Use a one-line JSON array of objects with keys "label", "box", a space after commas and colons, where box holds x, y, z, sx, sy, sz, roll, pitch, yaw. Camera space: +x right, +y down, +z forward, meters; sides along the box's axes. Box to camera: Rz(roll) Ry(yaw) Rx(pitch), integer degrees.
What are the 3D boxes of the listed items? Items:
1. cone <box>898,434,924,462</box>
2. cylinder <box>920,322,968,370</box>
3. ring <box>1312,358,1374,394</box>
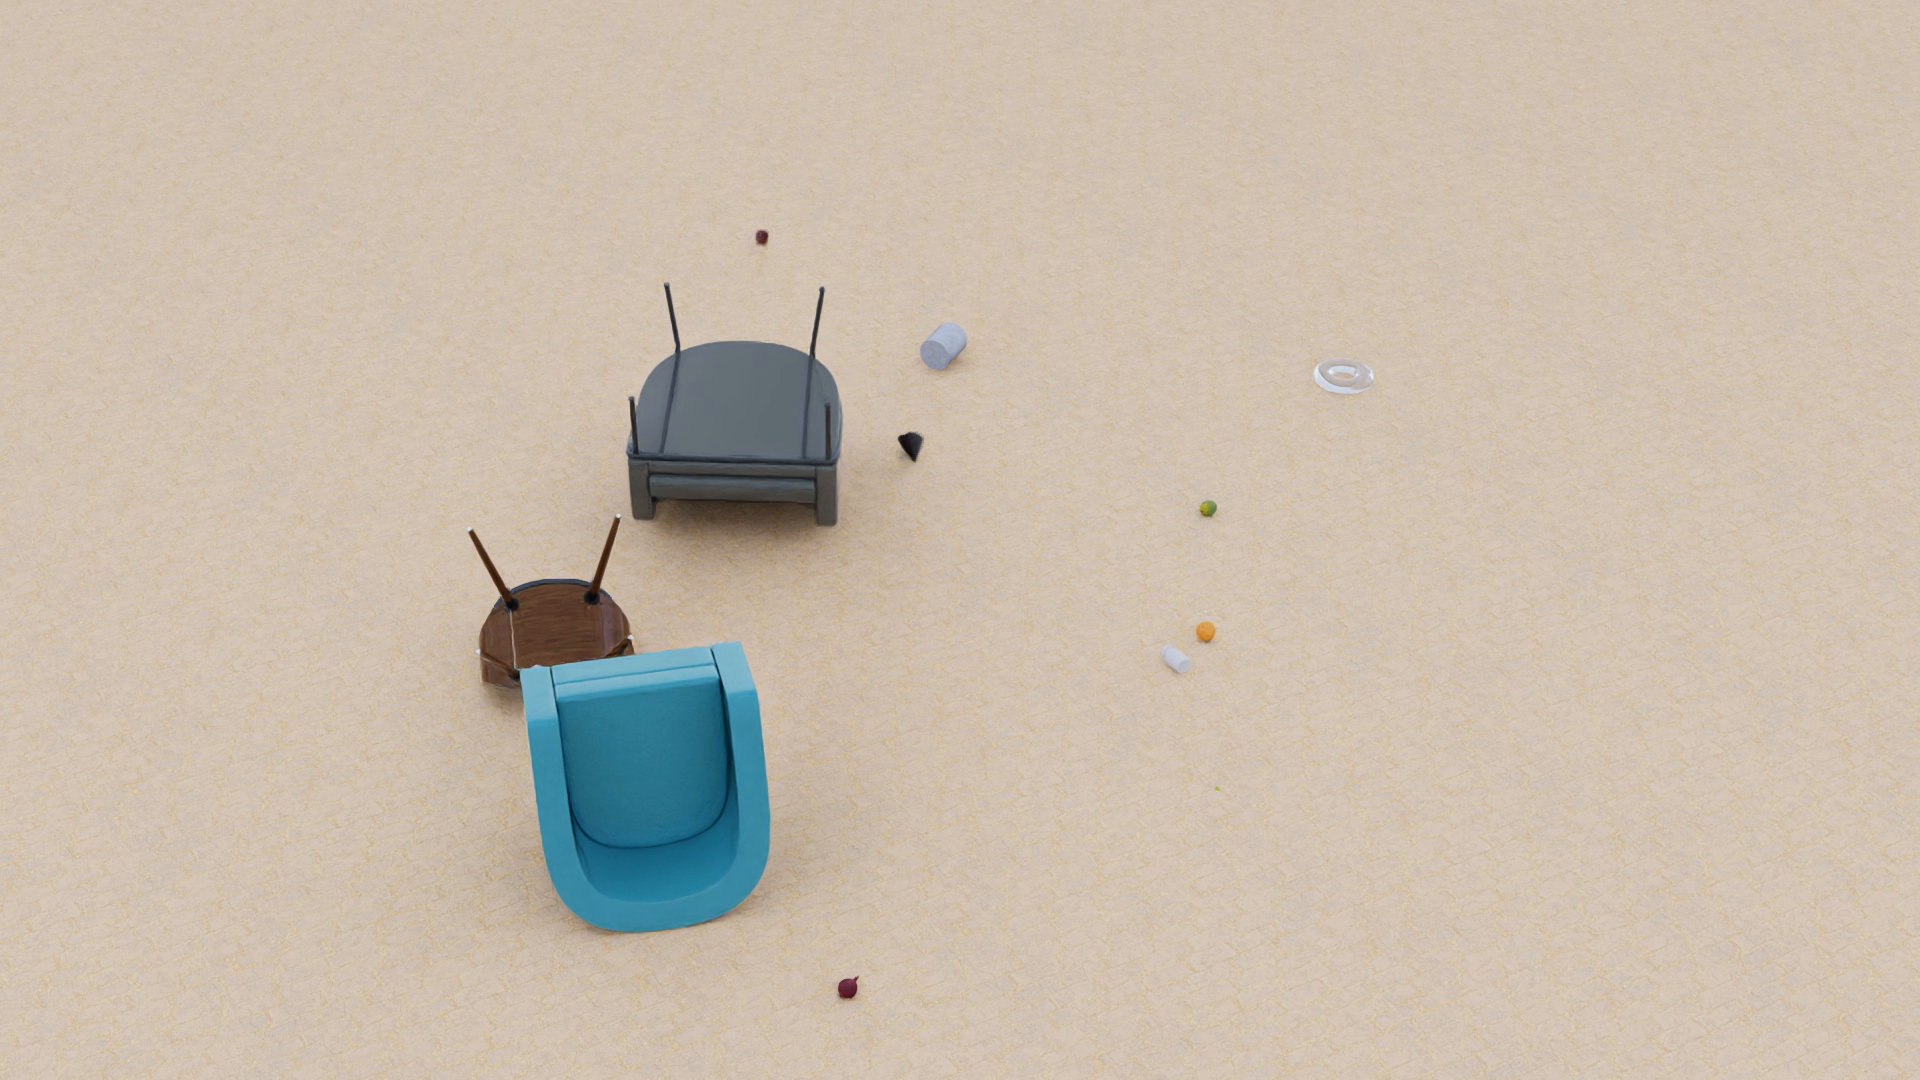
[{"label": "cone", "box": [-0.185, -0.348, 11.418, 0.094, 0.162, 0.095, -16, 73, 14]}, {"label": "cylinder", "box": [-0.067, -0.796, 12.029, 0.136, 0.136, 0.166, 18, 37, 20]}, {"label": "ring", "box": [1.559, -0.668, 11.912, 0.250, 0.051, 0.256, 1, 34, 1]}]
